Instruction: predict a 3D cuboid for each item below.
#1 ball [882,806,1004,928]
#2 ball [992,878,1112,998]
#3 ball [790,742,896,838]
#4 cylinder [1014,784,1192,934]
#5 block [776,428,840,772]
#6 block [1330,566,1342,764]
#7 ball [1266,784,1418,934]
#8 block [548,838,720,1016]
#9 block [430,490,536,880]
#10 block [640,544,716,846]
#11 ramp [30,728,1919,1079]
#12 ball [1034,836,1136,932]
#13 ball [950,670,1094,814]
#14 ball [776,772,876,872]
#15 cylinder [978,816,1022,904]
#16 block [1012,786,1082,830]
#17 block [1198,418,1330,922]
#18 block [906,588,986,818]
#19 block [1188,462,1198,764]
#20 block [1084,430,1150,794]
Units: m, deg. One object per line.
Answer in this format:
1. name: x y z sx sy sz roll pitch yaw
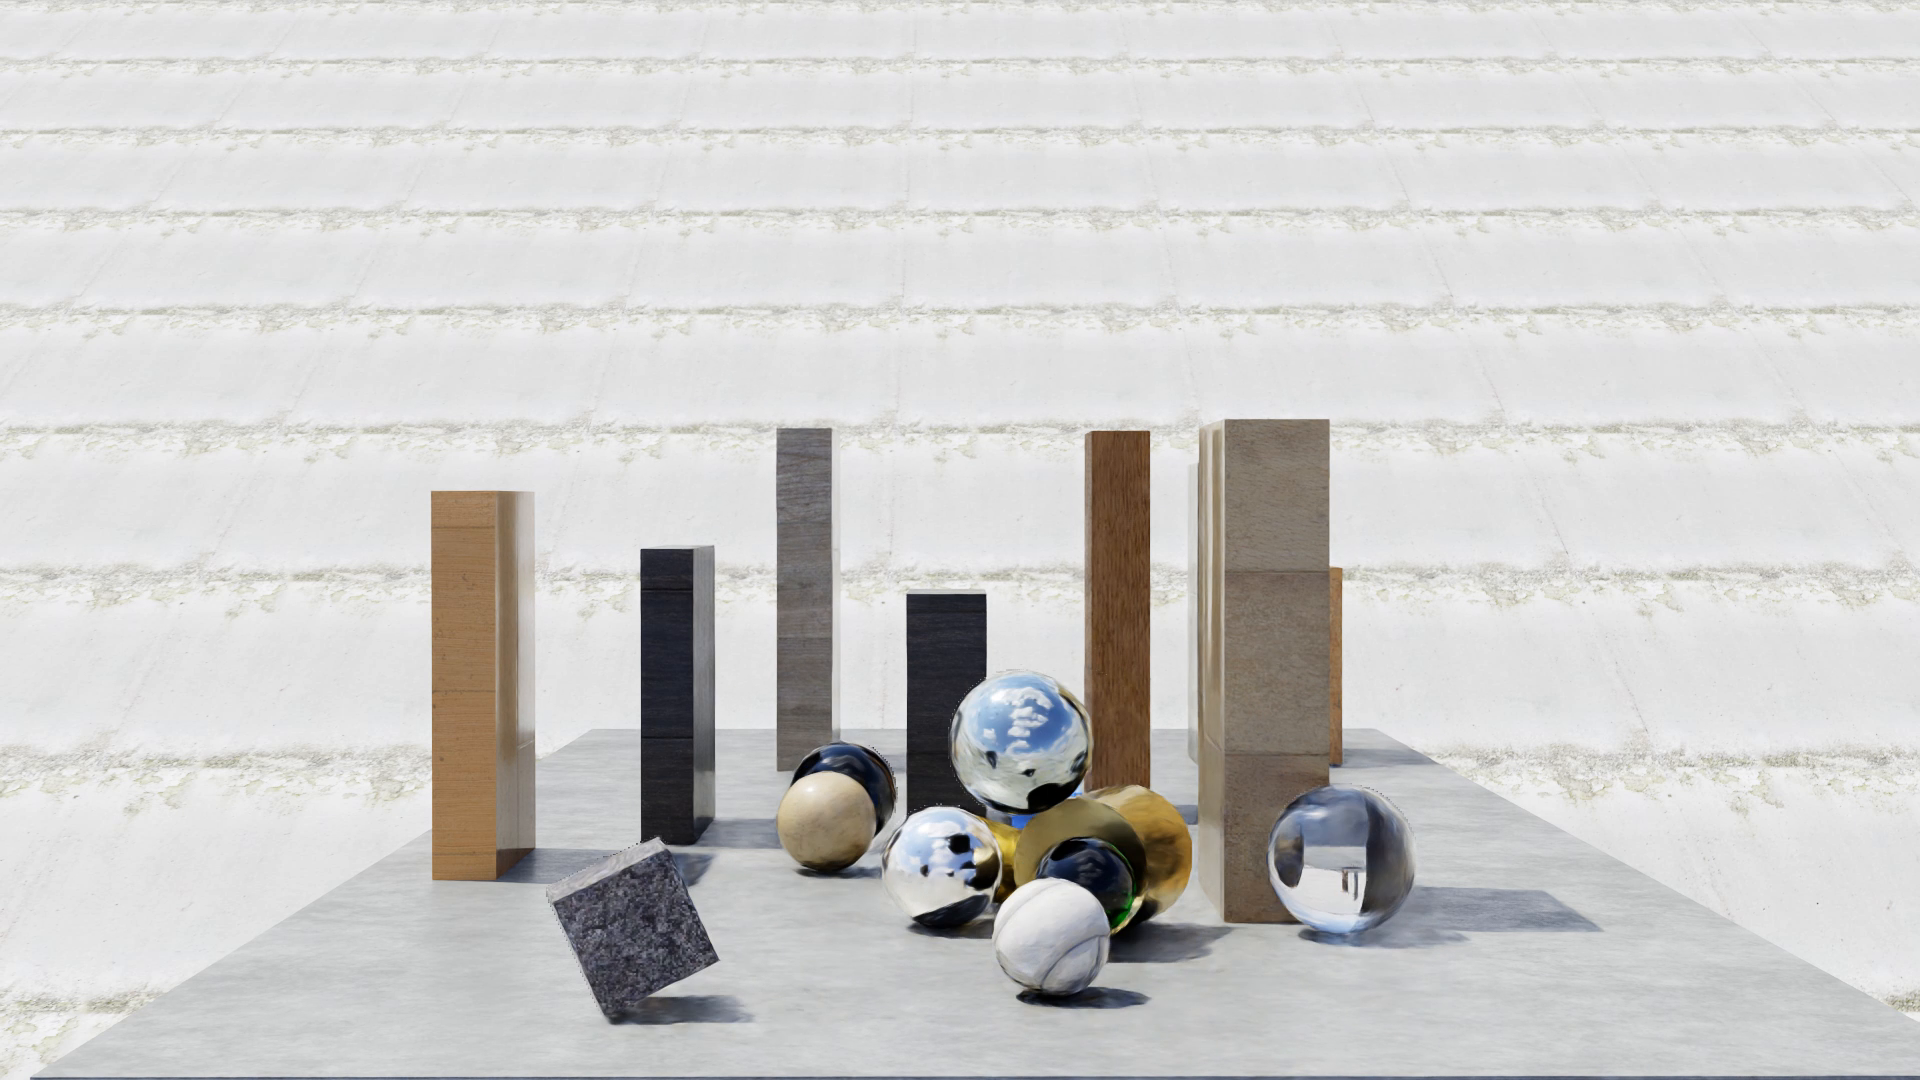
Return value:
1. ball: -0.024 0.444 3.508 0.165 0.165 0.165 0 28 0
2. ball: 0.107 0.464 3.017 0.139 0.139 0.139 0 28 0
3. ball: -0.196 0.427 4.325 0.178 0.178 0.178 0 28 0
4. cylinder: 0.194 0.431 3.468 0.189 0.189 0.189 13 5 22
5. block: -0.335 0.126 5.740 0.120 0.737 0.390 0 1 0
6. block: 0.793 0.275 5.892 0.106 0.433 0.355 0 1 0
7. ball: 0.509 0.426 3.444 0.198 0.198 0.198 0 28 0
8. block: -0.375 0.439 2.951 0.141 0.141 0.141 -25 3 -11
9. block: -0.759 0.220 4.133 0.098 0.596 0.371 0 1 0
10. block: -0.494 0.262 4.545 0.089 0.500 0.389 0 1 0
11. ramp: 0.062 0.561 4.599 2.000 0.100 4.000 0 1 0
12. ball: 0.160 0.445 3.309 0.130 0.130 0.130 0 28 0
13. ball: 0.080 0.263 3.356 0.187 0.187 0.187 0 28 0
14. ball: -0.209 0.440 4.042 0.157 0.157 0.157 0 28 0
15. cylinder: 0.057 0.458 3.659 0.109 0.109 0.109 15 31 22
16. block: 0.140 0.460 4.195 0.112 0.112 0.112 0 1 1
17. block: 0.434 0.177 3.729 0.144 0.691 0.377 0 1 0
18. block: -0.024 0.301 4.739 0.143 0.415 0.274 0 1 0
19. block: 0.563 0.161 5.792 0.084 0.664 0.242 0 1 0
20. block: 0.291 0.154 4.797 0.106 0.707 0.271 0 1 0
